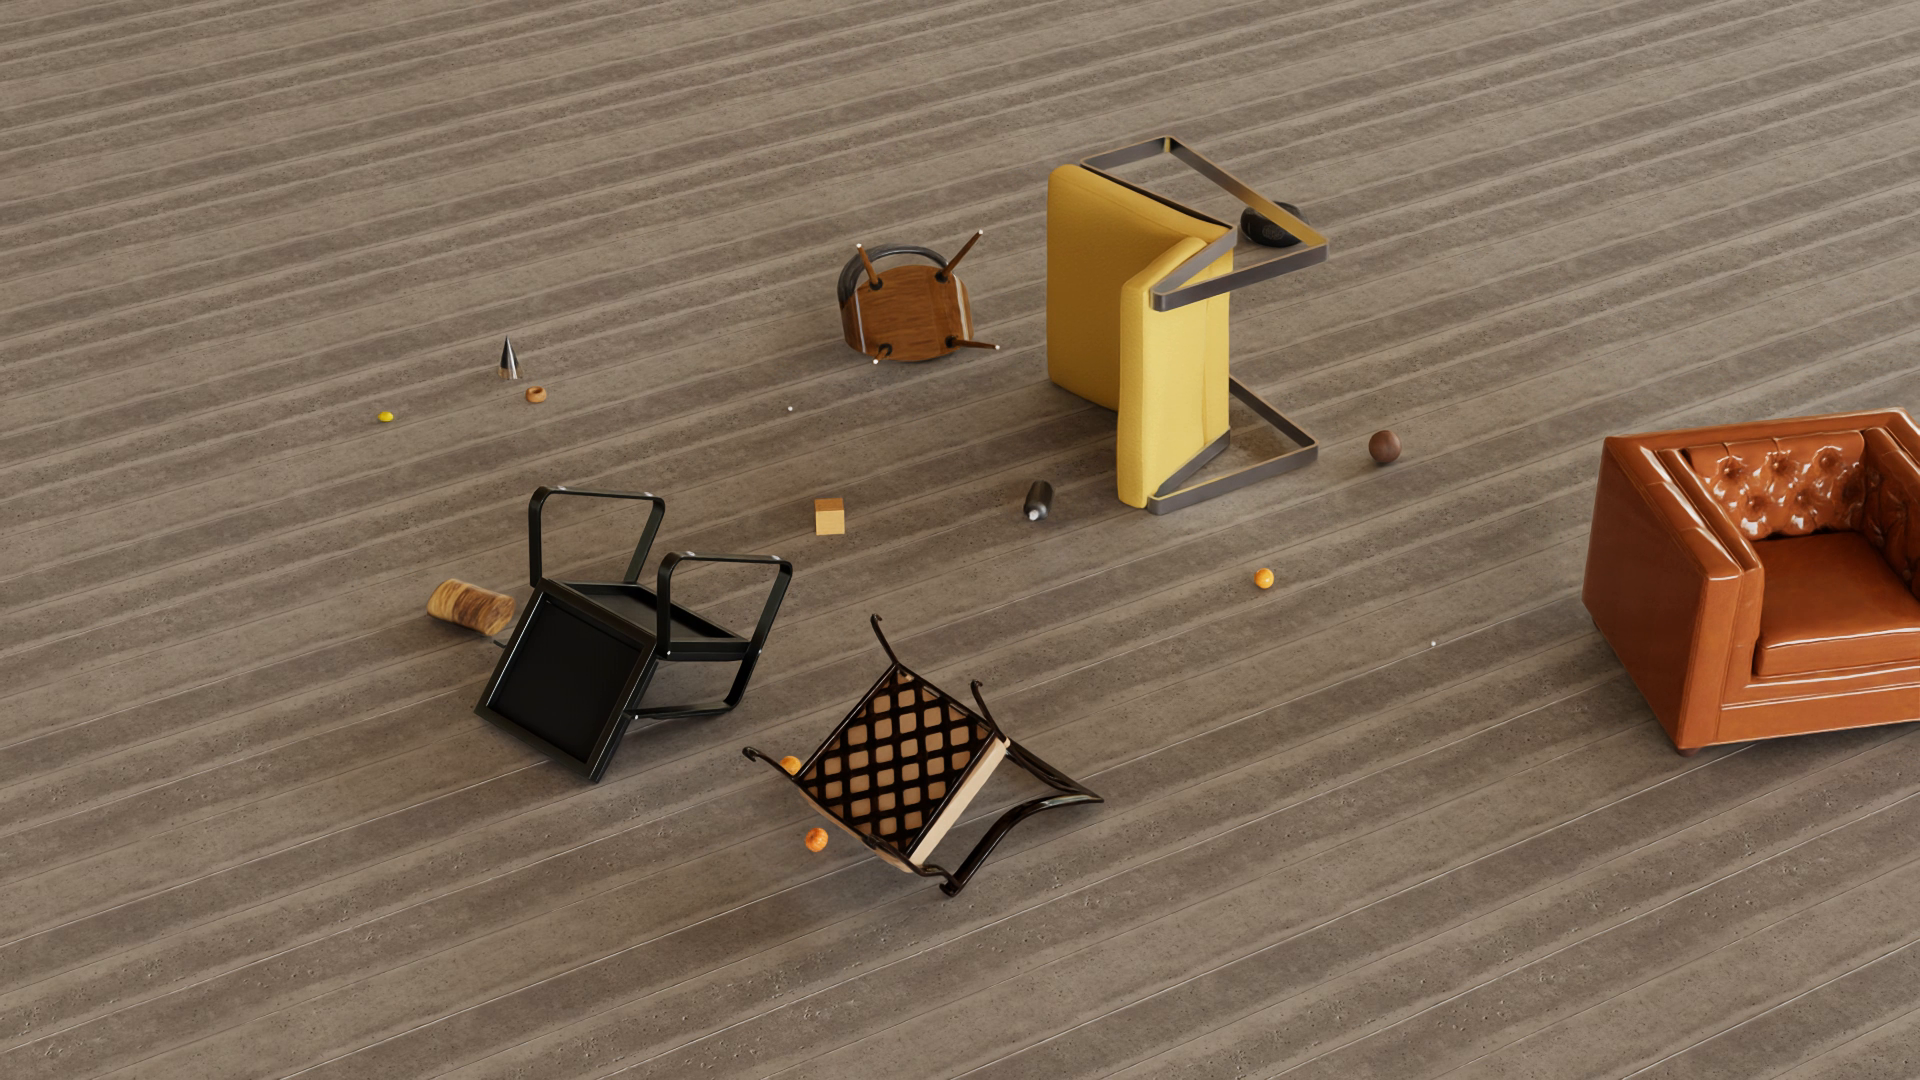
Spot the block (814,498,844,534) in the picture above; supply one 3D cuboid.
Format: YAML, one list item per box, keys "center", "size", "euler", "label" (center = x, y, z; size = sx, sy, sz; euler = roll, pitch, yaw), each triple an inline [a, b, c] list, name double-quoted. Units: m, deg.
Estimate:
- center: [-0.489, -0.088, 10.985]
  size: [0.105, 0.103, 0.085]
  euler: [-3, 34, -5]
  label: "block"

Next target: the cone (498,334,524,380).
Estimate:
- center: [-1.836, -0.759, 11.931]
  size: [0.111, 0.182, 0.094]
  euler: [25, 41, 33]
  label: "cone"

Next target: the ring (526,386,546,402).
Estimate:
- center: [-1.706, -0.585, 11.794]
  size: [0.087, 0.042, 0.080]
  euler: [19, 39, 29]
  label: "ring"

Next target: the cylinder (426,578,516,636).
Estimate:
- center: [-1.746, 0.239, 10.469]
  size: [0.247, 0.123, 0.192]
  euler: [16, 35, 23]
  label: "cylinder"

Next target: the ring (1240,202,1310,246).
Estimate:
- center: [1.391, -1.397, 12.954]
  size: [0.311, 0.123, 0.286]
  euler: [17, 36, 22]
  label: "ring"
